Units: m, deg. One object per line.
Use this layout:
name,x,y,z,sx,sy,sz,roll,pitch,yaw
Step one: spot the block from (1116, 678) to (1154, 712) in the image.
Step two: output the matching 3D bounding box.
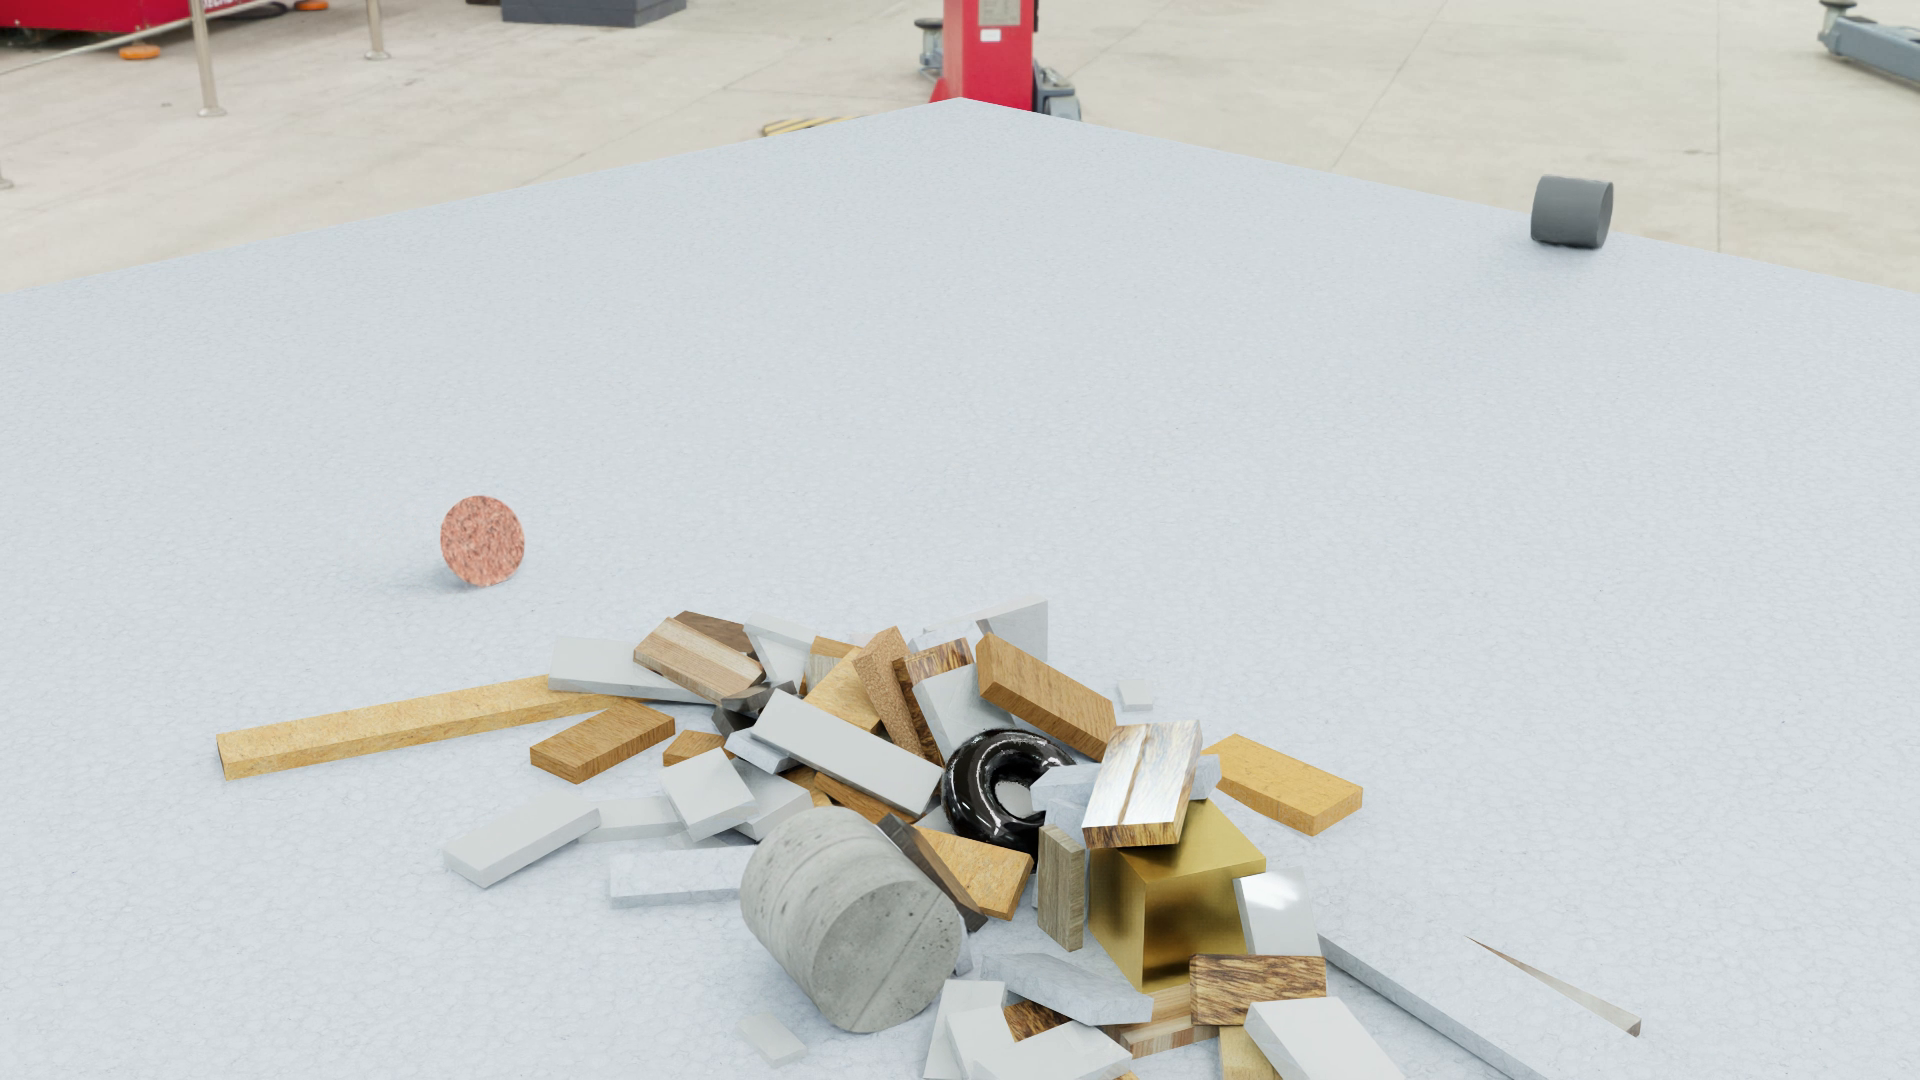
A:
block,0.391,0.347,4.920,0.061,0.017,0.122,-2,23,-5

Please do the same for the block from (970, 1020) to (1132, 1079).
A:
block,0.150,0.850,3.556,0.243,0.034,0.121,-10,28,-41

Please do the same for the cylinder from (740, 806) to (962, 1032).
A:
cylinder,-0.193,0.658,3.841,0.289,0.289,0.289,-13,26,-27

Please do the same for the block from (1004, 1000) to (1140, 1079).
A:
block,0.165,0.865,3.671,0.143,0.040,0.285,-12,26,-26

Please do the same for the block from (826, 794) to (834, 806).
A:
block,-0.264,0.554,4.420,0.095,0.027,0.191,-1,23,-2

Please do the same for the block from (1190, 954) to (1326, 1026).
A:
block,0.510,0.770,3.757,0.235,0.117,0.033,4,-16,-14

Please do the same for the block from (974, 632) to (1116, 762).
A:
block,0.180,0.325,4.490,0.327,0.046,0.163,30,27,-22

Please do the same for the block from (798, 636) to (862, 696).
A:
block,-0.281,0.286,4.817,0.112,0.032,0.223,15,24,-2

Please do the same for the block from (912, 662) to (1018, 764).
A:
block,0.044,0.416,4.431,0.163,0.327,0.046,-17,-15,-35

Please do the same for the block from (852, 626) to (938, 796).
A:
block,-0.104,0.354,4.524,0.046,0.325,0.162,-23,10,24

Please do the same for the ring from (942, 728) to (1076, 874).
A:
ring,0.114,0.509,4.300,0.315,0.105,0.315,14,48,-16

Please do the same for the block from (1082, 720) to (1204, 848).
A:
block,0.336,0.441,4.000,0.165,0.047,0.330,-6,26,18

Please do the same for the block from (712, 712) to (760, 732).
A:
block,-0.460,0.405,4.742,0.140,0.020,0.070,21,52,34

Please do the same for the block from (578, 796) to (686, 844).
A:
block,-0.653,0.558,4.405,0.222,0.031,0.111,-4,23,-9

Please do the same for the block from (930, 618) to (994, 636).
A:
block,0.045,0.315,4.758,0.145,0.041,0.290,-12,62,-26

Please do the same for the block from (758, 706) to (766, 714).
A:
block,-0.364,0.385,4.638,0.114,0.032,0.228,29,-4,-7

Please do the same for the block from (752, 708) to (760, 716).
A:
block,-0.429,0.388,4.821,0.070,0.020,0.139,15,27,32

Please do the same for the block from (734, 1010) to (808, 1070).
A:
block,-0.322,0.849,3.737,0.065,0.018,0.130,-15,27,-32

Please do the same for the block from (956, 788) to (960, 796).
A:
block,0.033,0.525,4.422,0.013,0.094,0.047,-39,9,31

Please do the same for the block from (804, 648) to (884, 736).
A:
block,-0.208,0.324,4.568,0.156,0.044,0.312,20,24,11

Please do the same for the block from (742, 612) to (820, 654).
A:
block,-0.402,0.207,4.969,0.159,0.023,0.080,18,21,7

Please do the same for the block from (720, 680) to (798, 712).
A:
block,-0.430,0.333,4.684,0.108,0.031,0.216,-20,3,-21

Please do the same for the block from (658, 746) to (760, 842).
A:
block,-0.503,0.504,4.380,0.138,0.039,0.276,-21,23,-14

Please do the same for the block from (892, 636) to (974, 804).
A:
block,-0.009,0.376,4.496,0.162,0.325,0.046,-16,-7,-35

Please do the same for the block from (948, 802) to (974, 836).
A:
block,0.008,0.554,4.374,0.013,0.047,0.094,-38,-2,21

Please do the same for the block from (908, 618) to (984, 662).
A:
block,0.032,0.333,4.669,0.162,0.046,0.325,-16,67,-34

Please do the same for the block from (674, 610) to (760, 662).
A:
block,-0.573,0.233,5.163,0.266,0.038,0.133,12,26,26

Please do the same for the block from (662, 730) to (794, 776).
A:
block,-0.483,0.458,4.642,0.262,0.031,0.111,7,24,17

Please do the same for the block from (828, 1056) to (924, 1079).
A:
block,-0.123,0.905,3.592,0.190,0.027,0.095,11,25,23

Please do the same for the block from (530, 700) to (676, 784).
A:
block,-0.762,0.429,4.698,0.143,0.040,0.285,17,29,35

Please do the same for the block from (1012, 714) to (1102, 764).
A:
block,0.224,0.454,4.530,0.163,0.046,0.327,-12,40,-29

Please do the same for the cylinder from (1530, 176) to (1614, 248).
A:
cylinder,2.335,-1.251,8.389,0.251,0.251,0.251,11,25,25

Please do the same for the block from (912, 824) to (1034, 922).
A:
block,0.001,0.628,4.154,0.249,0.035,0.125,11,60,24

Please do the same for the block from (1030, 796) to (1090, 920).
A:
block,0.199,0.595,4.090,0.105,0.210,0.030,16,13,33
